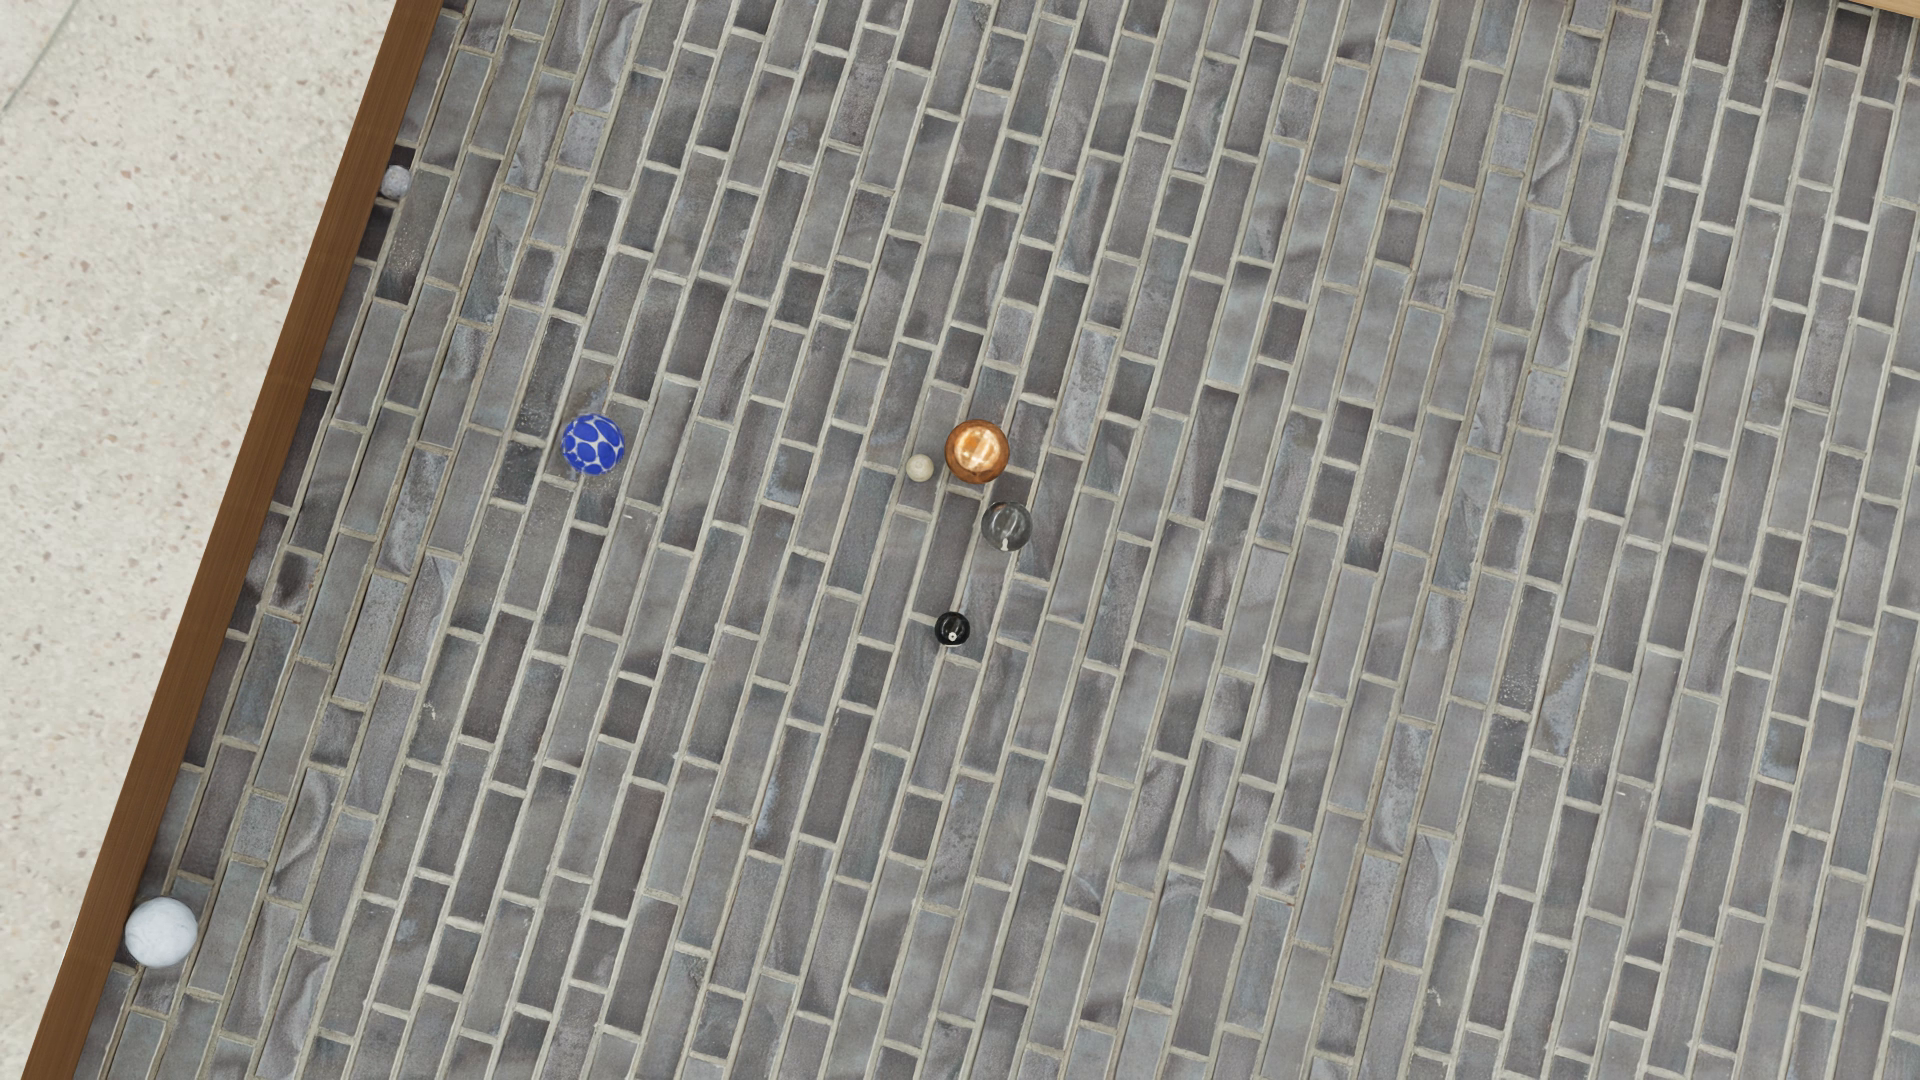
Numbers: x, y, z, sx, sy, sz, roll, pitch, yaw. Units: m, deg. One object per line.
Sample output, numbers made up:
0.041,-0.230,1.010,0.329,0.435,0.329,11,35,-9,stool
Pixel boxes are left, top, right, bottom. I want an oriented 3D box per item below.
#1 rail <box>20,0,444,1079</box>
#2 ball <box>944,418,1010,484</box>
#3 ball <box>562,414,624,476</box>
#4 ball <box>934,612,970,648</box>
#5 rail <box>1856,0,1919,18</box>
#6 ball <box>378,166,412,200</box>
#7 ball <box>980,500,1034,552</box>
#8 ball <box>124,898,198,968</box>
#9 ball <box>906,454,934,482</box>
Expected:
-0.984,-0.278,3.306,0.045,0.129,2.469,15,80,3,rail
0.026,-0.132,3.296,0.098,0.098,0.098,0,80,0,ball
-0.552,-0.143,3.301,0.093,0.093,0.093,0,80,0,ball
-0.011,0.133,3.271,0.054,0.054,0.054,0,80,0,ball
1.335,-0.873,3.414,4.183,0.129,0.045,15,80,3,rail
-0.873,-0.552,3.396,0.053,0.053,0.053,0,80,0,ball
0.070,-0.021,3.286,0.079,0.079,0.079,0,80,0,ball
-1.151,0.565,3.169,0.100,0.100,0.100,0,80,0,ball
-0.060,-0.109,3.320,0.043,0.043,0.043,0,80,0,ball
